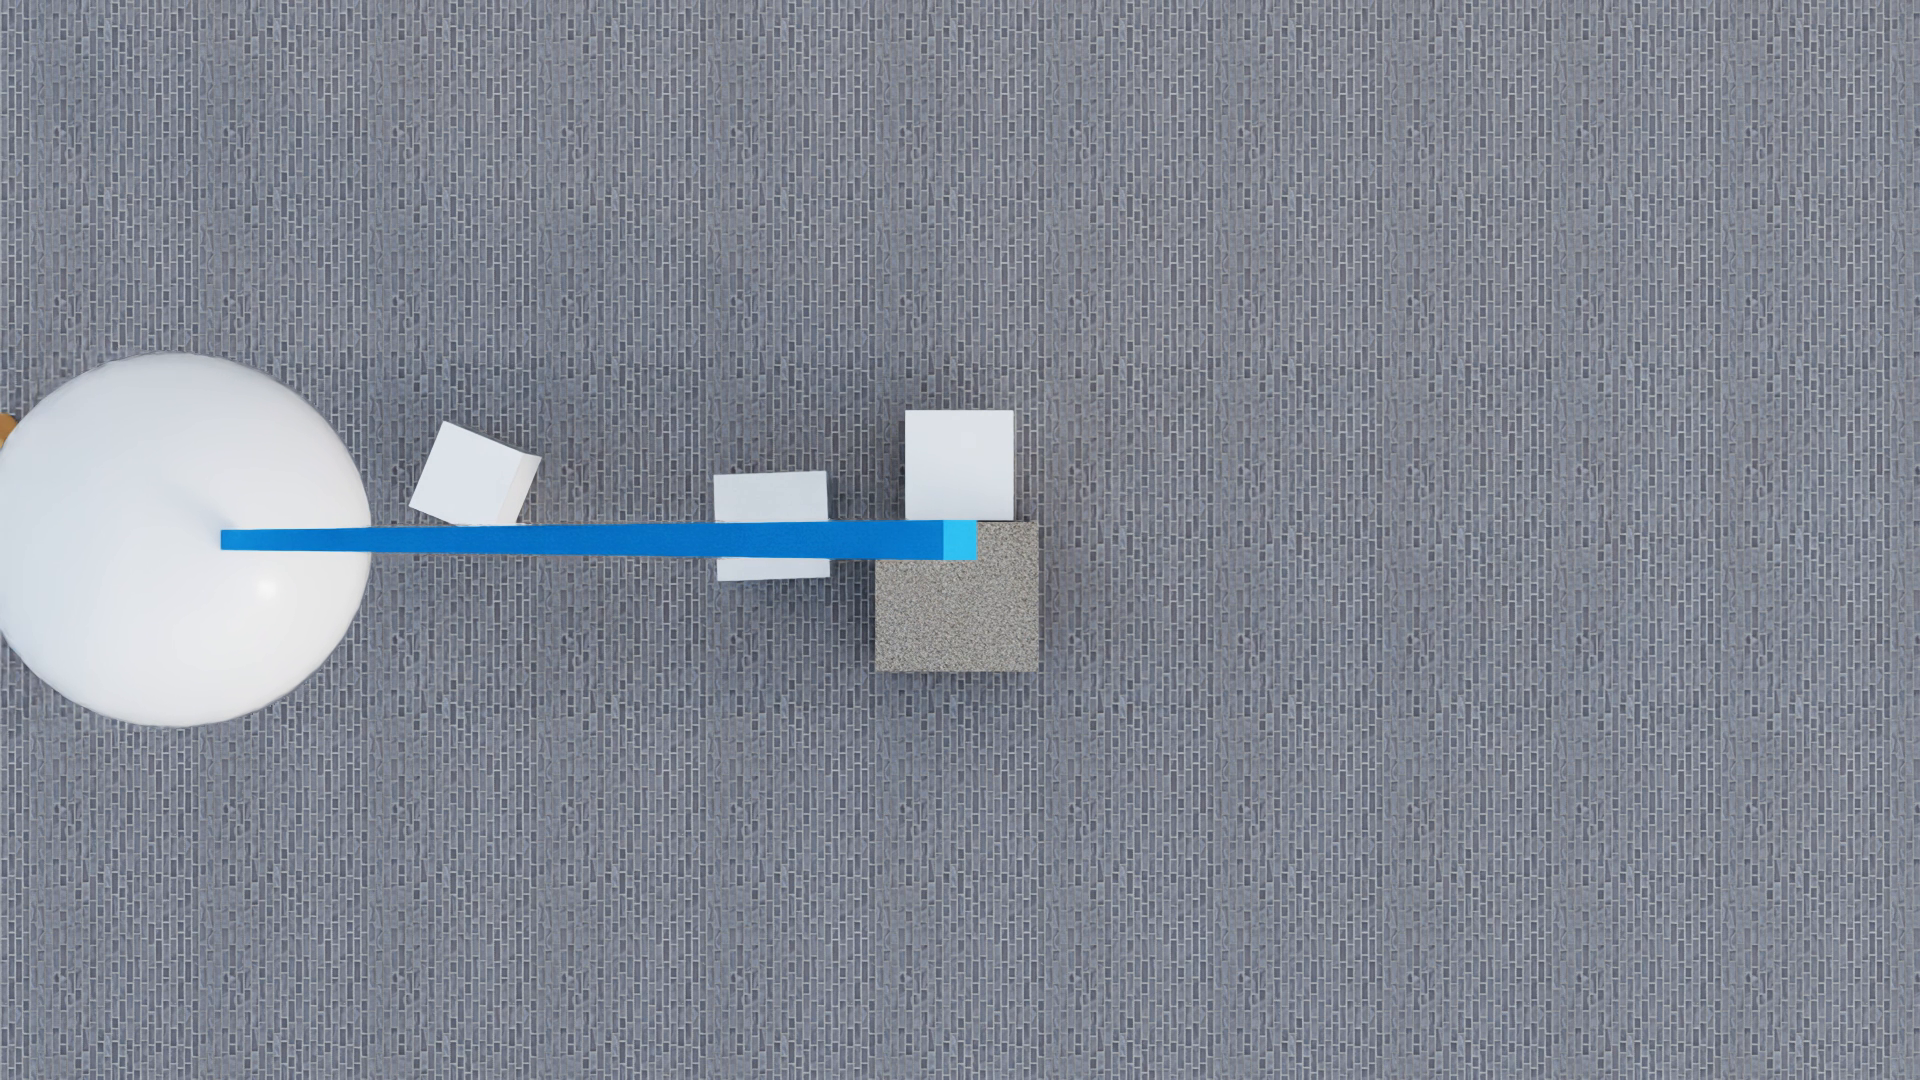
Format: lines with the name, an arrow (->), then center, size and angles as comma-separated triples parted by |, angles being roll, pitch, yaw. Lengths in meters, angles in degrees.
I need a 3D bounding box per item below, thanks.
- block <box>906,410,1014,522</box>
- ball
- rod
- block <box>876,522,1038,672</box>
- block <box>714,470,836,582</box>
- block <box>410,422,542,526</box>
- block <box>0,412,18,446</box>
block -> -0.003, -0.422, 12.716 | 0.609, 0.568, 0.622 | 0, 90, 0
ball -> -3.333, 0.000, 9.388 | 1.600, 1.600, 1.600 | 0, 90, 0
rod -> -1.445, 0.000, 6.561 | 0.080, 5.200, 0.080 | 0, 90, -34
block -> -0.017, 0.316, 12.633 | 0.911, 0.734, 0.834 | 0, 90, 0
block -> -1.068, -0.079, 12.738 | 0.638, 0.524, 0.602 | -2, 90, 0
block -> -2.795, -0.341, 12.721 | 0.487, 0.557, 0.522 | 22, 90, 0
block -> -5.641, -0.381, 12.745 | 0.487, 0.509, 0.548 | 45, 90, 0
